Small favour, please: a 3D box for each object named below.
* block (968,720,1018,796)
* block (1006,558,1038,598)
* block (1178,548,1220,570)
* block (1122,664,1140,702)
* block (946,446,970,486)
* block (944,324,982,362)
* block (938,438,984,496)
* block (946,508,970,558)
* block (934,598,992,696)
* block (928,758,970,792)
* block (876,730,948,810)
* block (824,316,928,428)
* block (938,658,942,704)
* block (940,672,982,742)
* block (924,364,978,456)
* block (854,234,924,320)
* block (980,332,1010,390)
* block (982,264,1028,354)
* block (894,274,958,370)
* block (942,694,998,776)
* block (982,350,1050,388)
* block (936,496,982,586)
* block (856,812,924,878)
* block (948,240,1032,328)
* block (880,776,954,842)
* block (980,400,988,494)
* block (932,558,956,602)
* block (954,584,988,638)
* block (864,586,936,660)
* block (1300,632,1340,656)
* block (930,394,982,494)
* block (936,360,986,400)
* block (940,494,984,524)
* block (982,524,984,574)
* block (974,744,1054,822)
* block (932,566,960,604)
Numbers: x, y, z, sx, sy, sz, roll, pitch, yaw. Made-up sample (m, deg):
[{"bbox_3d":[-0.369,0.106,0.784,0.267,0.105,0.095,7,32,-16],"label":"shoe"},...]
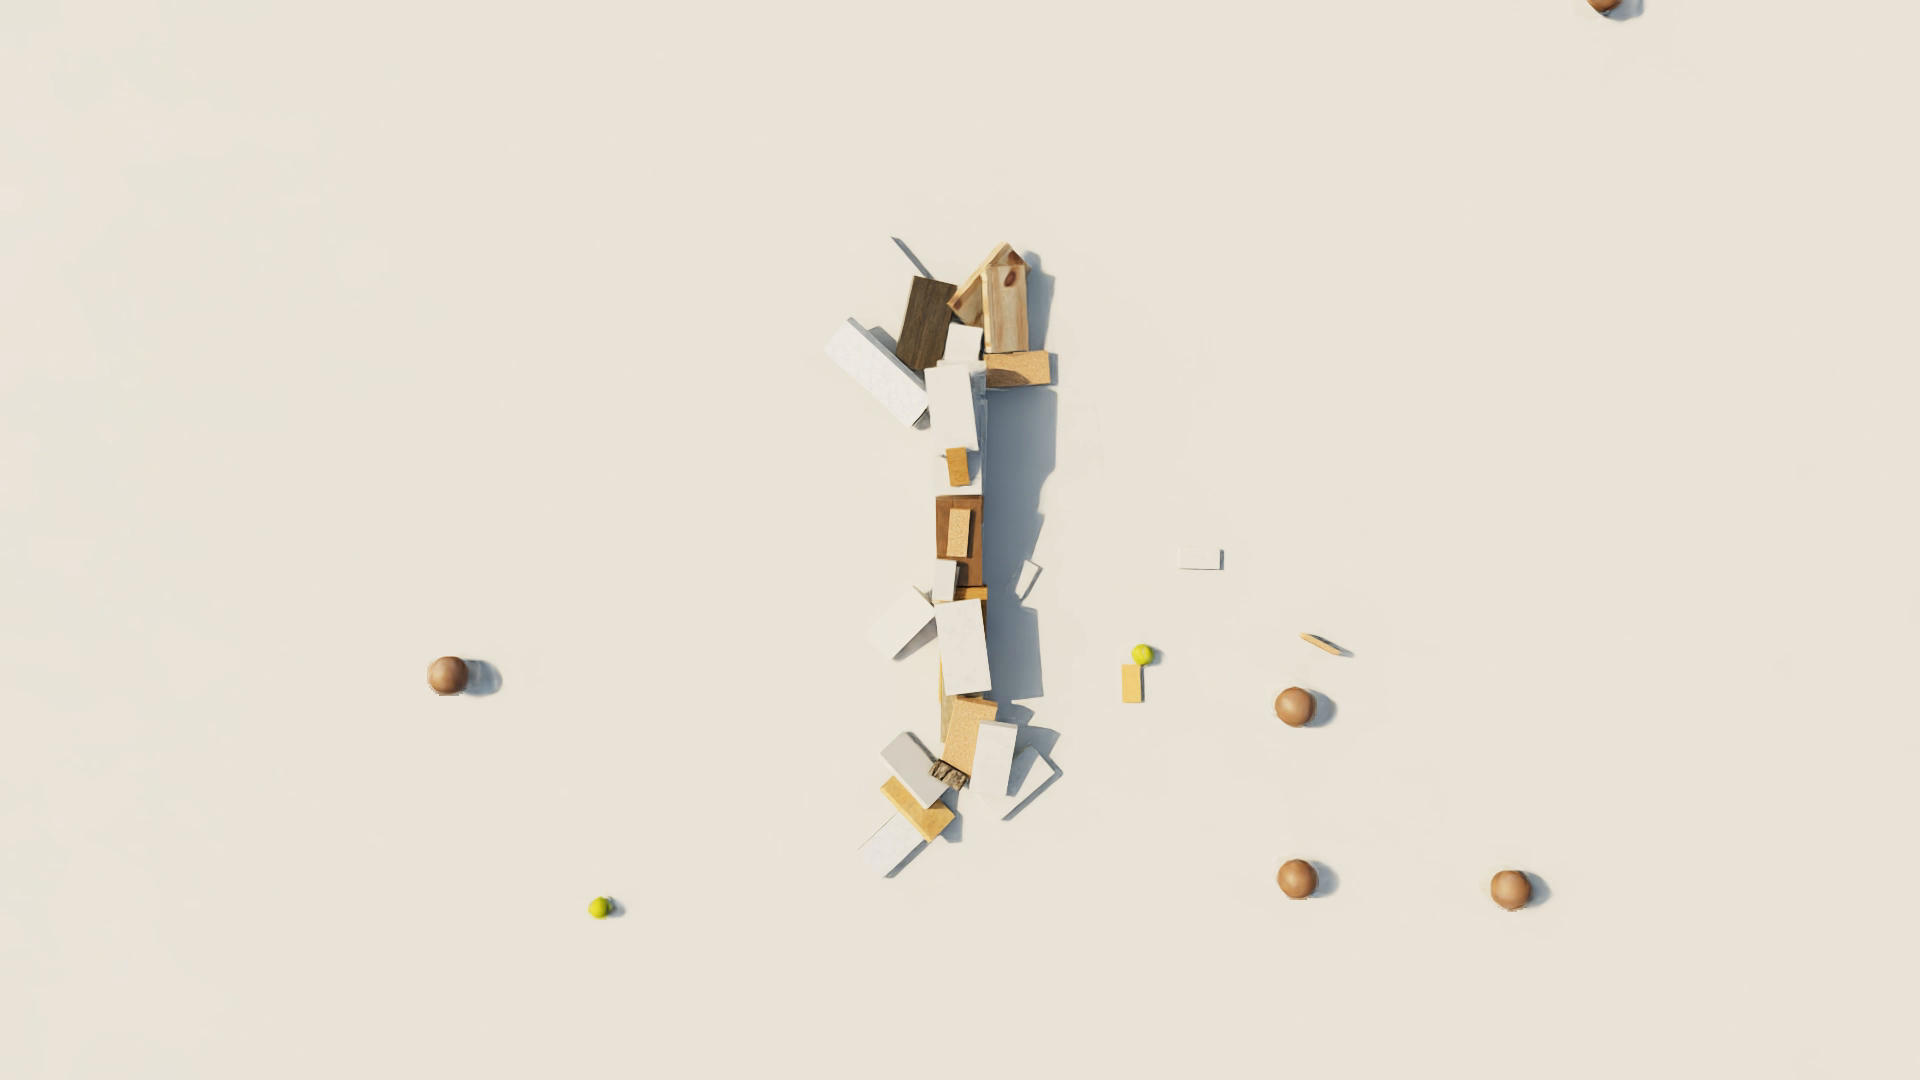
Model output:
[{"bbox_3d":[0.108,0.715,5.410,0.123,0.035,0.246,9,108,0],"label":"block"},{"bbox_3d":[0.207,0.128,5.492,0.060,0.017,0.120,29,90,0],"label":"block"},{"bbox_3d":[0.796,0.062,5.491,0.134,0.019,0.067,1,90,0],"label":"block"},{"bbox_3d":[0.569,0.477,5.492,0.060,0.017,0.127,-2,90,0],"label":"block"},{"bbox_3d":[-0.007,-0.234,5.266,0.063,0.018,0.126,-7,118,1],"label":"block"},{"bbox_3d":[0.004,-0.595,5.421,0.108,0.031,0.217,9,86,1],"label":"block"},{"bbox_3d":[0.003,-0.193,5.416,0.146,0.041,0.292,1,116,0],"label":"block"},{"bbox_3d":[-0.005,-0.024,5.313,0.063,0.018,0.157,4,107,-1],"label":"block"},{"bbox_3d":[0.009,0.345,5.344,0.149,0.042,0.298,-7,93,0],"label":"block"},{"bbox_3d":[-0.037,0.775,5.448,0.120,0.017,0.060,31,107,-10],"label":"block"},{"bbox_3d":[-0.152,0.760,5.454,0.239,0.034,0.120,48,59,0],"label":"block"},{"bbox_3d":[-0.263,-0.551,5.441,0.386,0.042,0.148,43,125,0],"label":"block"},{"bbox_3d":[0.001,0.407,5.426,0.136,0.039,0.272,2,110,0],"label":"block"},{"bbox_3d":[0.005,0.538,5.432,0.136,0.039,0.272,1,110,0],"label":"block"},{"bbox_3d":[-0.027,-0.416,5.255,0.139,0.039,0.277,-7,97,1],"label":"block"},{"bbox_3d":[-0.200,-0.853,5.479,0.148,0.042,0.295,-40,90,0],"label":"block"},{"bbox_3d":[0.122,-0.610,5.485,0.108,0.031,0.217,7,90,0],"label":"block"},{"bbox_3d":[0.148,-0.758,5.412,0.139,0.039,0.277,-8,102,-22],"label":"block"},{"bbox_3d":[-0.114,-0.712,5.441,0.148,0.042,0.295,11,99,-12],"label":"block"},{"bbox_3d":[0.027,0.651,5.432,0.136,0.039,0.272,11,109,-4],"label":"block"},{"bbox_3d":[0.187,-0.566,5.457,0.217,0.031,0.108,-5,93,-13],"label":"block"},{"bbox_3d":[-0.004,0.004,5.353,0.146,0.041,0.292,-1,107,1],"label":"block"},{"bbox_3d":[-0.212,0.995,5.483,0.246,0.035,0.123,-43,90,0],"label":"block"},{"bbox_3d":[0.097,-0.836,5.438,0.277,0.039,0.139,-50,125,-3],"label":"block"},{"bbox_3d":[-0.142,0.870,5.454,0.239,0.034,0.120,47,59,0],"label":"block"},{"bbox_3d":[0.007,-0.305,5.409,0.159,0.045,0.319,1,116,0],"label":"block"},{"bbox_3d":[-0.052,0.129,5.339,0.067,0.019,0.134,6,106,-1],"label":"block"},{"bbox_3d":[0.012,0.294,5.438,0.149,0.042,0.298,1,106,0],"label":"block"},{"bbox_3d":[-0.193,0.274,5.454,0.120,0.034,0.239,45,104,0],"label":"block"},{"bbox_3d":[1.192,0.345,5.469,0.126,0.063,0.018,27,90,0],"label":"block"},{"bbox_3d":[-0.013,-0.307,5.311,0.159,0.045,0.319,-1,97,0],"label":"block"},{"bbox_3d":[0.002,-0.428,5.398,0.159,0.045,0.319,1,116,0],"label":"block"},{"bbox_3d":[0.002,-0.002,5.438,0.146,0.041,0.292,1,107,0],"label":"block"},{"bbox_3d":[0.001,0.093,5.423,0.149,0.042,0.298,1,107,0],"label":"block"},{"bbox_3d":[0.181,0.806,5.483,0.246,0.035,0.123,-41,90,0],"label":"block"},{"bbox_3d":[-0.046,0.145,5.363,0.067,0.019,0.134,10,106,-3],"label":"block"}]
